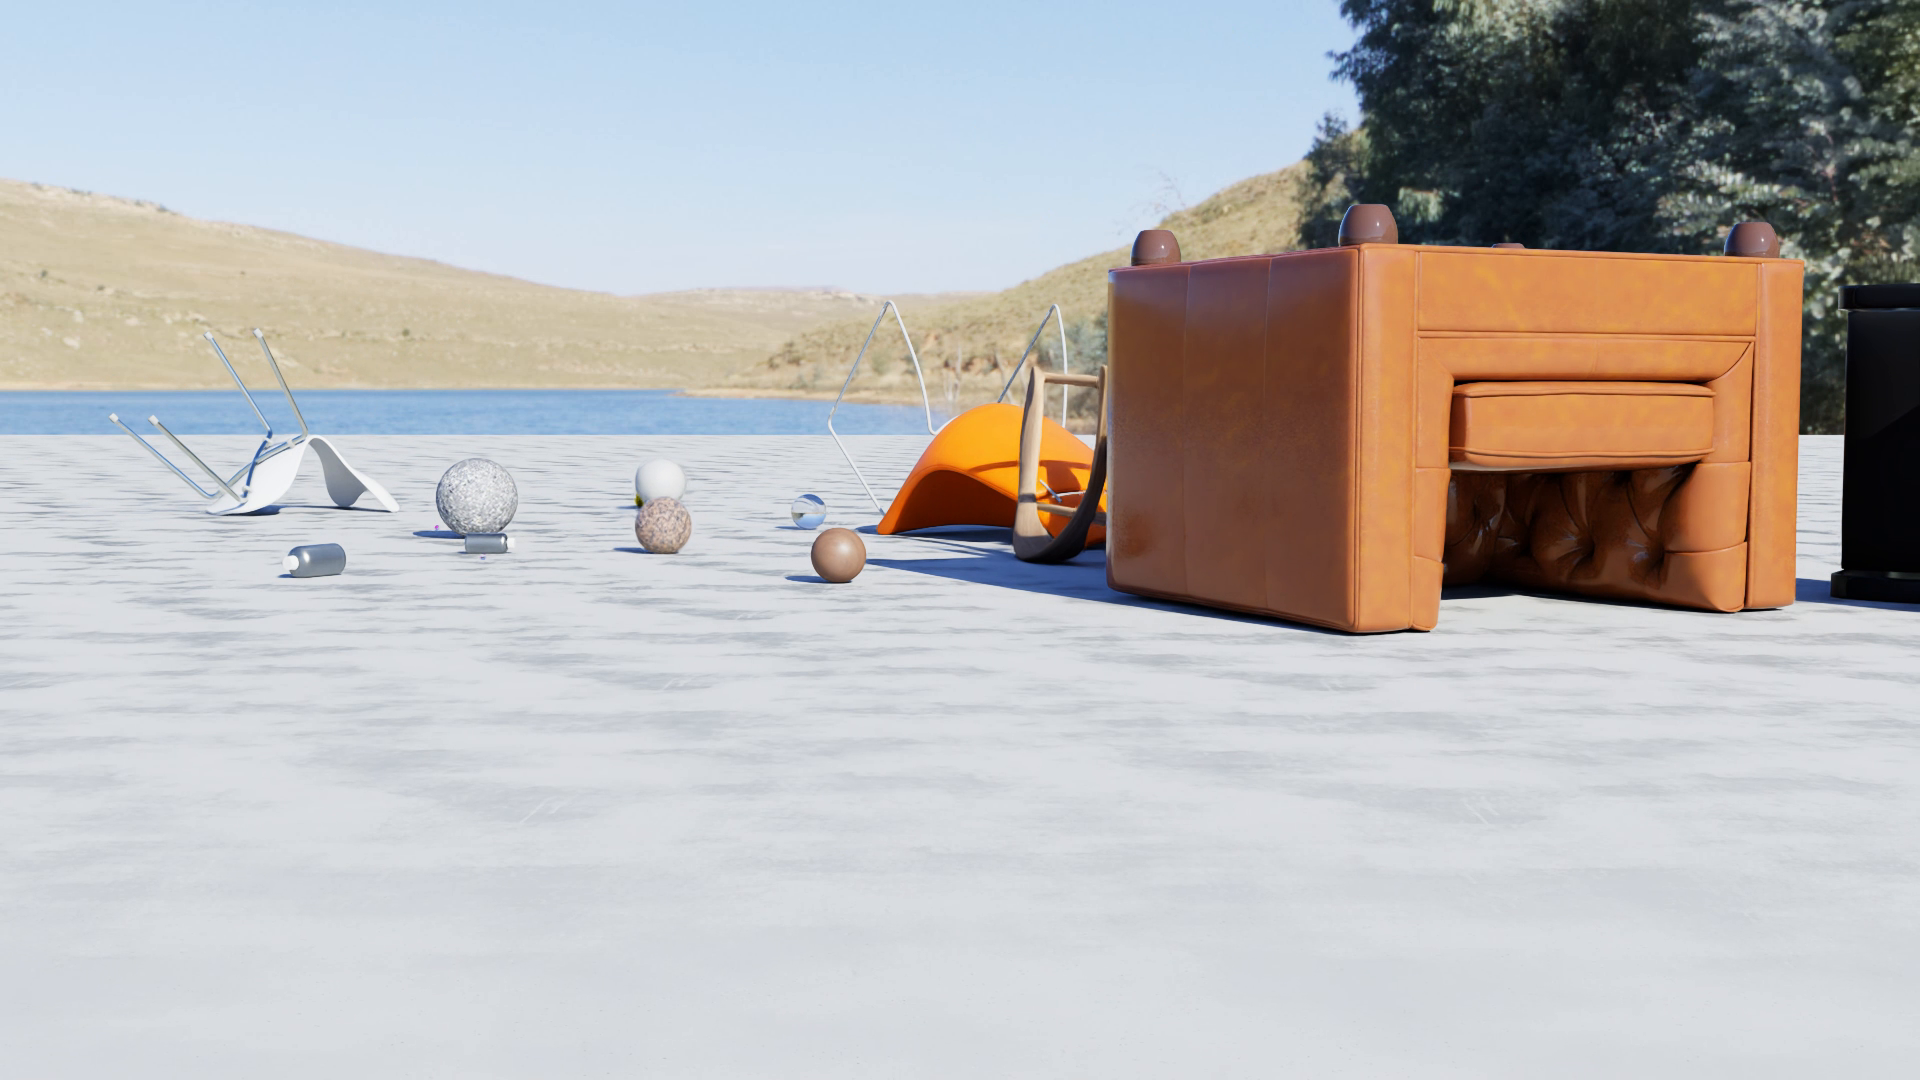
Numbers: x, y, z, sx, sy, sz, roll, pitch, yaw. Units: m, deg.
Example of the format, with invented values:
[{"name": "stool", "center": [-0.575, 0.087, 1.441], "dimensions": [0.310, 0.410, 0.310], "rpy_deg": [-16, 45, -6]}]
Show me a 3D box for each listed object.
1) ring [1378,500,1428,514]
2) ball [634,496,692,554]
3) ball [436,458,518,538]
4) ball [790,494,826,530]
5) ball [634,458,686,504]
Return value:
[{"name": "ring", "center": [1.601, -0.120, 7.946], "dimensions": [0.196, 0.049, 0.112], "rpy_deg": [-1, 5, -20]}, {"name": "ball", "center": [-0.807, -0.040, 5.981], "dimensions": [0.157, 0.157, 0.157], "rpy_deg": [0, 4, 0]}, {"name": "ball", "center": [-1.451, -0.126, 6.609], "dimensions": [0.242, 0.242, 0.242], "rpy_deg": [0, 4, 0]}, {"name": "ball", "center": [-0.484, -0.091, 7.028], "dimensions": [0.115, 0.115, 0.115], "rpy_deg": [0, 4, 0]}, {"name": "ball", "center": [-1.121, -0.211, 8.234], "dimensions": [0.191, 0.191, 0.191], "rpy_deg": [0, 4, 0]}]
